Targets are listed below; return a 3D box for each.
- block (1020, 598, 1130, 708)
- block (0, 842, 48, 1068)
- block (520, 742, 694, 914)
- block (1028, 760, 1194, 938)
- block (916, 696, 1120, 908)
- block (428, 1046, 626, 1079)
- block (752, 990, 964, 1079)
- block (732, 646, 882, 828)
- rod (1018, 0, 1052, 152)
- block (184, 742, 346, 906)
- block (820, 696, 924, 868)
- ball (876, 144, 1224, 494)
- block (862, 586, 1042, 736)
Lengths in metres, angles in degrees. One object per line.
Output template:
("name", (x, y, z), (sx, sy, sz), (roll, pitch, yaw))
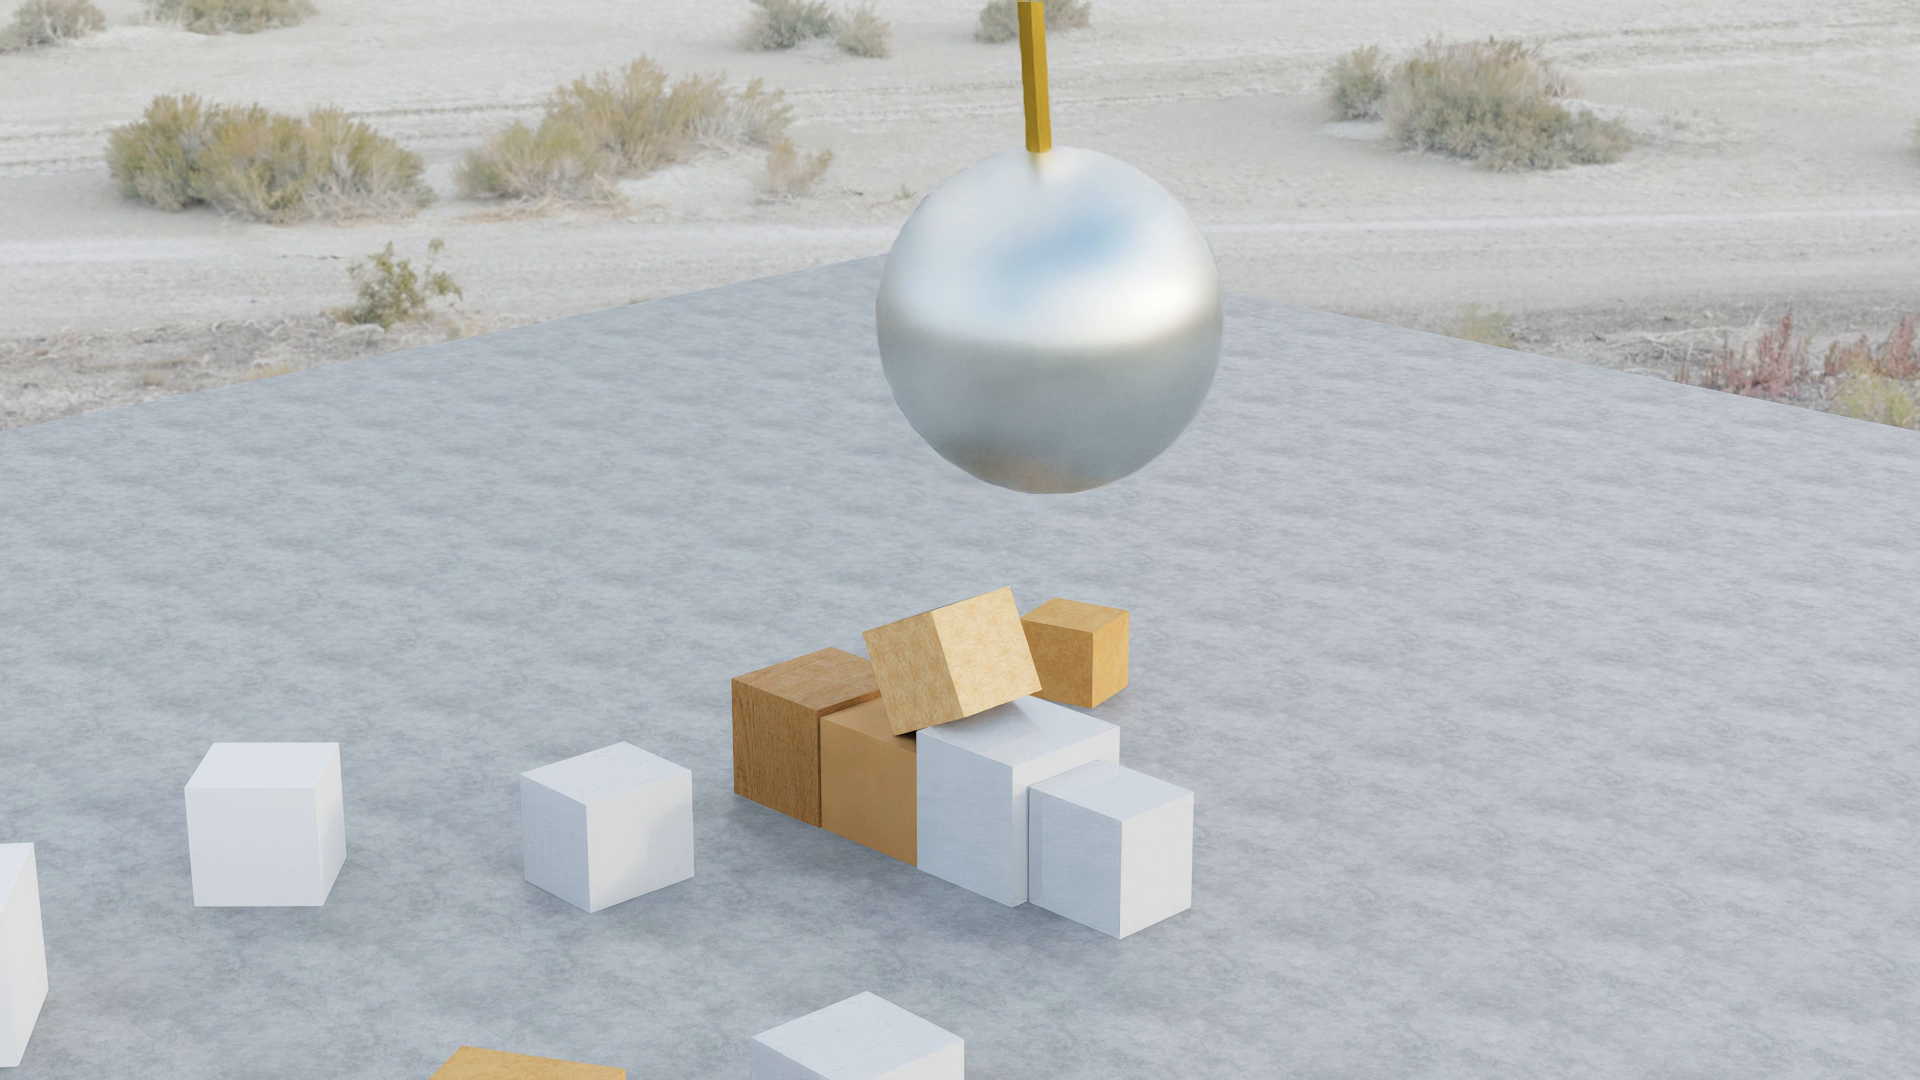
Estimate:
("block", (0.608, 0.602, 15.722), (0.453, 0.424, 0.414), (10, 20, 29))
("block", (-4.132, 1.686, 11.864), (0.687, 0.669, 0.693), (-2, 18, -7))
("block", (-1.603, 1.299, 13.344), (0.588, 0.520, 0.503), (-16, 23, -41))
("block", (0.671, 1.369, 13.061), (0.475, 0.557, 0.551), (-17, 24, -42))
("block", (0.266, 1.183, 13.453), (0.701, 0.677, 0.609), (-17, 24, -42))
("block", (-1.570, 2.246, 10.065), (0.623, 0.679, 0.737), (5, 18, 16))
("block", (-0.381, 2.074, 10.971), (0.570, 0.465, 0.550), (-15, 23, -40))
("block", (-0.659, 0.953, 14.316), (0.656, 0.598, 0.615), (-17, 24, -42))
("rod", (0.178, -4.167, 12.219), (0.080, 5.200, 0.080), (17, 30, 42))
("block", (-3.142, 1.286, 13.303), (0.574, 0.570, 0.549), (0, 17, 0))
("block", (-0.201, 1.105, 13.889), (0.641, 0.563, 0.654), (-17, 24, -42))
("ball", (0.411, -1.009, 13.455), (1.600, 1.600, 1.600), (0, 17, 0))
("block", (-0.038, 0.560, 13.572), (0.513, 0.502, 0.501), (-17, -1, -43))
